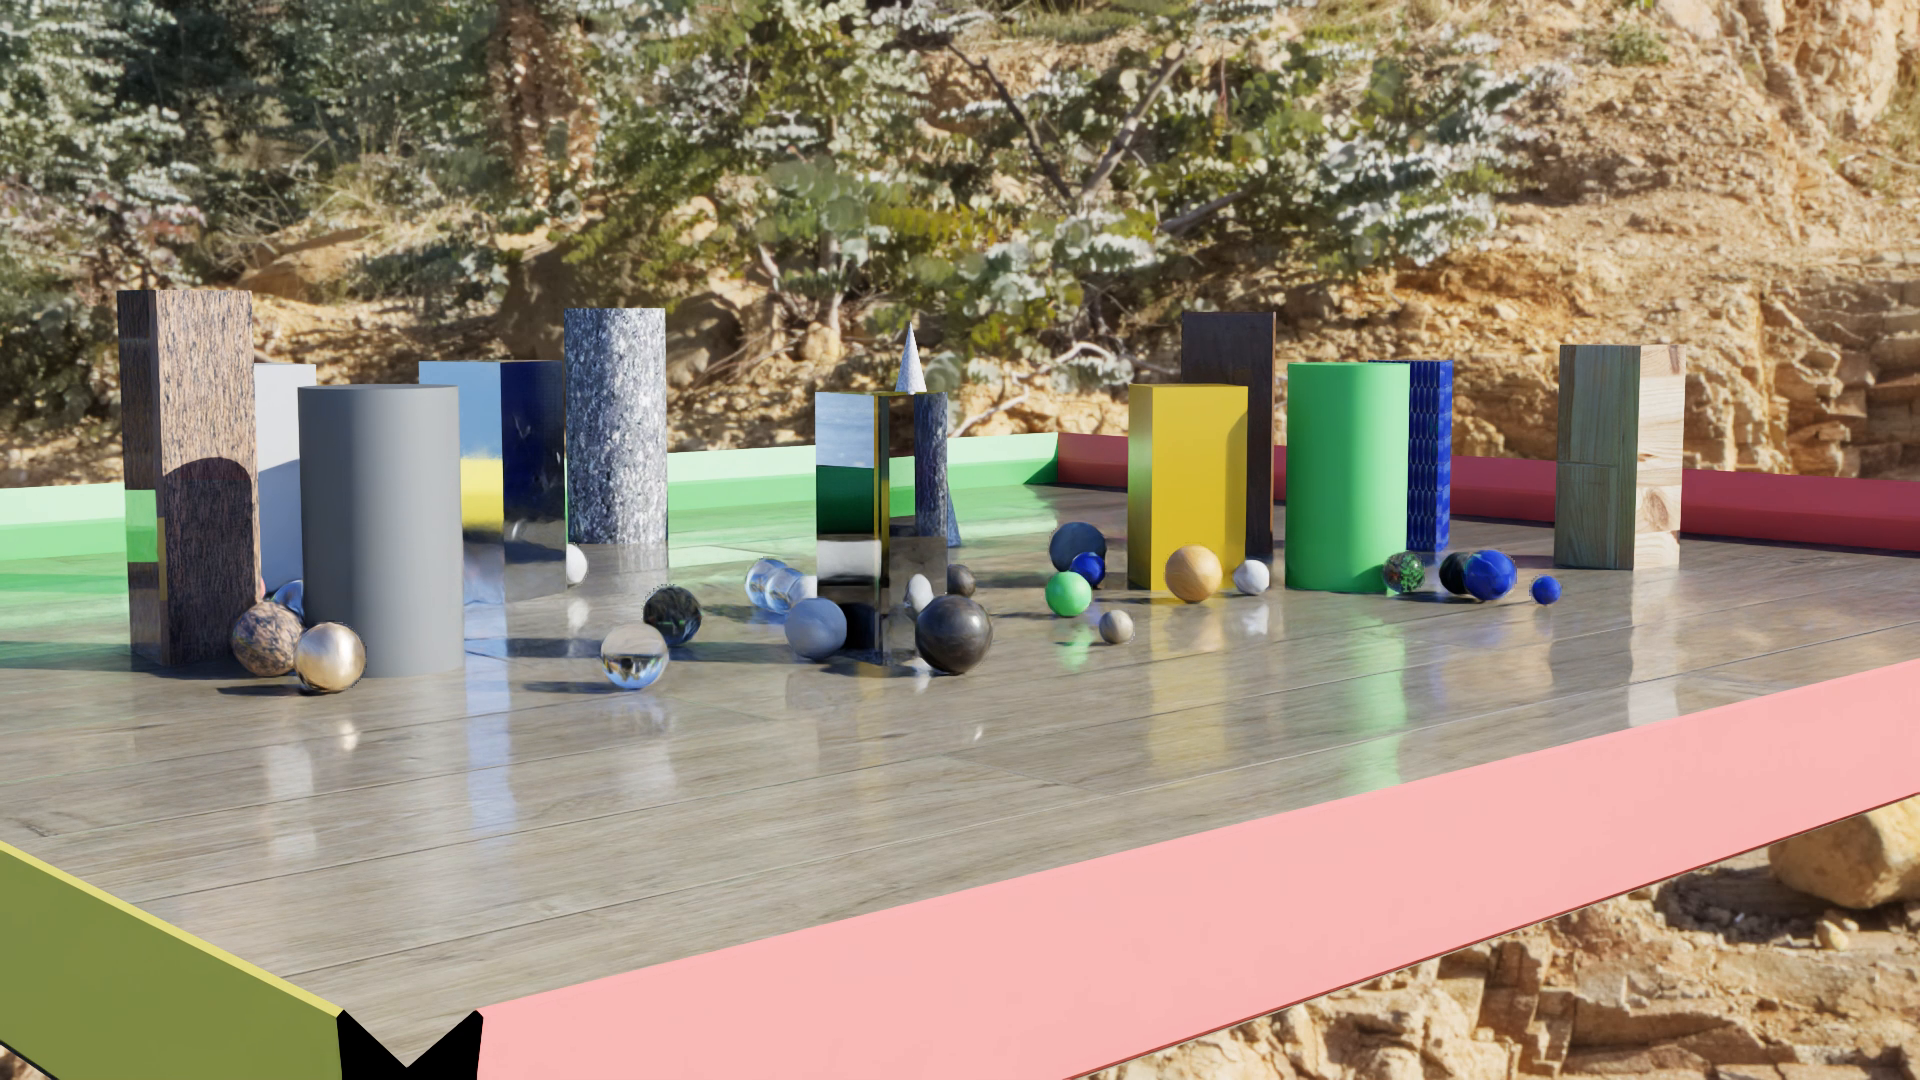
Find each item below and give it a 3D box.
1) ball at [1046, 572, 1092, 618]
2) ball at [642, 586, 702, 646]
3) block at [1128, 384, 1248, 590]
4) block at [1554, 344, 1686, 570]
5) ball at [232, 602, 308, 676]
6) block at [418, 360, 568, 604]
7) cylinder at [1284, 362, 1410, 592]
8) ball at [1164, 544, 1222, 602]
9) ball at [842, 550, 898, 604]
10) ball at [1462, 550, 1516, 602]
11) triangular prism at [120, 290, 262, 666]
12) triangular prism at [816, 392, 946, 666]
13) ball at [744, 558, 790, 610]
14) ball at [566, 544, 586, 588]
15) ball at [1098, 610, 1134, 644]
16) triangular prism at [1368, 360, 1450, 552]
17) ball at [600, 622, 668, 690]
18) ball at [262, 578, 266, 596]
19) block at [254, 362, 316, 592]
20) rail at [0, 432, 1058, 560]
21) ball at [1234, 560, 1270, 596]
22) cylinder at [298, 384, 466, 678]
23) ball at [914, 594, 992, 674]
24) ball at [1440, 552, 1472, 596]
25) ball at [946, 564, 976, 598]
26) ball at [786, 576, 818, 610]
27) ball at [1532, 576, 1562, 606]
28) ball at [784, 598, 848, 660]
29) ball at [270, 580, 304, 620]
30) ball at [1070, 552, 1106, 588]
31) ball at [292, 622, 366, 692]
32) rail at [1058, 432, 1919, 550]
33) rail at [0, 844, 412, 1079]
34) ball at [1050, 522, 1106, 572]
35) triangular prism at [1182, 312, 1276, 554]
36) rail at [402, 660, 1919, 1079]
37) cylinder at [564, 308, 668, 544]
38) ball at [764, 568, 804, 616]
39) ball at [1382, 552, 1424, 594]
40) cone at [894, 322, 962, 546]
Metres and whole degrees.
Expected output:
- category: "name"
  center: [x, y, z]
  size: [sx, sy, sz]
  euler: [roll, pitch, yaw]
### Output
- category: "ball"
  center: [0.157, 0.078, 3.188]
  size: [0.067, 0.067, 0.067]
  euler: [0, 6, 0]
- category: "ball"
  center: [-0.382, 0.101, 2.918]
  size: [0.079, 0.079, 0.079]
  euler: [0, 6, 0]
- category: "block"
  center: [0.366, -0.089, 3.561]
  size: [0.155, 0.322, 0.155]
  euler: [-1, 6, -10]
- category: "block"
  center: [1.153, -0.150, 3.846]
  size: [0.155, 0.383, 0.155]
  euler: [-6, 8, -44]
- category: "ball"
  center: [-0.839, 0.120, 2.676]
  size: [0.090, 0.090, 0.090]
  euler: [0, 6, 0]
- category: "block"
  center: [-0.724, -0.095, 3.415]
  size: [0.155, 0.365, 0.155]
  euler: [3, 7, 26]
- category: "cylinder"
  center: [0.625, -0.106, 3.555]
  size: [0.194, 0.357, 0.194]
  euler: [0, 6, 0]
- category: "ball"
  center: [0.356, 0.051, 3.350]
  size: [0.088, 0.088, 0.088]
  euler: [0, 6, 0]
- category: "ball"
  center: [-0.137, 0.055, 3.334]
  size: [0.083, 0.083, 0.083]
  euler: [0, 6, 0]
- category: "ball"
  center: [0.808, 0.054, 3.363]
  size: [0.080, 0.080, 0.080]
  euler: [0, 6, 0]
- category: "triangular prism"
  center: [-0.979, -0.086, 2.836]
  size: [0.145, 0.468, 0.168]
  euler: [-4, 7, -33]
- category: "triangular prism"
  center: [-0.079, -0.021, 2.840]
  size: [0.145, 0.338, 0.168]
  euler: [-4, 7, -34]
- category: "ball"
  center: [-0.282, 0.065, 3.268]
  size: [0.076, 0.076, 0.076]
  euler: [0, 6, 0]
- category: "ball"
  center: [-0.632, 0.042, 3.511]
  size: [0.072, 0.072, 0.072]
  euler: [0, 6, 0]
- category: "ball"
  center: [0.207, 0.116, 2.925]
  size: [0.047, 0.047, 0.047]
  euler: [0, 6, 0]
- category: "triangular prism"
  center: [0.876, -0.163, 4.133]
  size: [0.145, 0.349, 0.168]
  euler: [-6, 8, -42]
- category: "ball"
  center: [-0.382, 0.135, 2.582]
  size: [0.080, 0.080, 0.080]
  euler: [0, 6, 0]
- category: "ball"
  center: [-1.067, 0.071, 3.273]
  size: [0.063, 0.063, 0.063]
  euler: [0, 6, 0]
- category: "block"
  center: [-1.128, -0.102, 3.514]
  size: [0.155, 0.357, 0.155]
  euler: [-5, 8, -37]
- category: "rail"
  center: [-1.050, -0.086, 4.464]
  size: [3.589, 0.126, 0.045]
  euler: [-6, 8, -42]
- category: "ball"
  center: [0.454, 0.059, 3.424]
  size: [0.057, 0.057, 0.057]
  euler: [0, 6, 0]
- category: "cylinder"
  center: [-0.719, -0.016, 2.738]
  size: [0.194, 0.349, 0.194]
  euler: [0, 6, 0]
- category: "ball"
  center: [-0.008, 0.115, 2.696]
  size: [0.097, 0.097, 0.097]
  euler: [0, 6, 0]
- category: "ball"
  center: [0.783, 0.052, 3.435]
  size: [0.068, 0.068, 0.068]
  euler: [0, 6, 0]
- category: "ball"
  center: [-0.006, 0.067, 3.326]
  size: [0.061, 0.061, 0.061]
  euler: [0, 6, 0]
- category: "ball"
  center: [-0.213, 0.084, 3.136]
  size: [0.067, 0.067, 0.067]
  euler: [0, 6, 0]
- category: "ball"
  center: [0.884, 0.077, 3.316]
  size: [0.044, 0.044, 0.044]
  euler: [0, 6, 0]
- category: "ball"
  center: [-0.183, 0.113, 2.799]
  size: [0.080, 0.080, 0.080]
  euler: [0, 6, 0]
- category: "ball"
  center: [-0.880, 0.096, 2.939]
  size: [0.085, 0.085, 0.085]
  euler: [0, 6, 0]
- category: "ball"
  center: [0.205, 0.048, 3.523]
  size: [0.058, 0.058, 0.058]
  euler: [0, 6, 0]
- category: "ball"
  center: [-0.734, 0.137, 2.560]
  size: [0.081, 0.081, 0.081]
  euler: [0, 6, 0]
- category: "rail"
  center: [1.301, -0.093, 4.526]
  size: [0.045, 0.126, 3.144]
  euler: [-6, 8, -42]
- category: "rail"
  center: [-1.301, 0.158, 2.138]
  size: [0.045, 0.126, 3.144]
  euler: [-6, 8, -42]
- category: "ball"
  center: [0.196, 0.016, 3.651]
  size: [0.094, 0.094, 0.094]
  euler: [0, 6, 0]
- category: "triangular prism"
  center: [0.497, -0.203, 4.081]
  size: [0.168, 0.440, 0.145]
  euler: [1, 6, 8]
- category: "rail"
  center: [1.050, 0.152, 2.200]
  size: [3.589, 0.126, 0.045]
  euler: [-6, 8, -42]
- category: "cylinder"
  center: [-0.664, -0.224, 4.253]
  size: [0.194, 0.446, 0.194]
  euler: [0, 6, 0]
- category: "ball"
  center: [-0.250, 0.076, 3.203]
  size: [0.069, 0.069, 0.069]
  euler: [0, 6, 0]
- category: "ball"
  center: [0.697, 0.051, 3.458]
  size: [0.065, 0.065, 0.065]
  euler: [0, 6, 0]
- category: "cone"
  center: [-0.094, -0.205, 4.184]
  size: [0.194, 0.422, 0.194]
  euler: [0, 6, 0]
